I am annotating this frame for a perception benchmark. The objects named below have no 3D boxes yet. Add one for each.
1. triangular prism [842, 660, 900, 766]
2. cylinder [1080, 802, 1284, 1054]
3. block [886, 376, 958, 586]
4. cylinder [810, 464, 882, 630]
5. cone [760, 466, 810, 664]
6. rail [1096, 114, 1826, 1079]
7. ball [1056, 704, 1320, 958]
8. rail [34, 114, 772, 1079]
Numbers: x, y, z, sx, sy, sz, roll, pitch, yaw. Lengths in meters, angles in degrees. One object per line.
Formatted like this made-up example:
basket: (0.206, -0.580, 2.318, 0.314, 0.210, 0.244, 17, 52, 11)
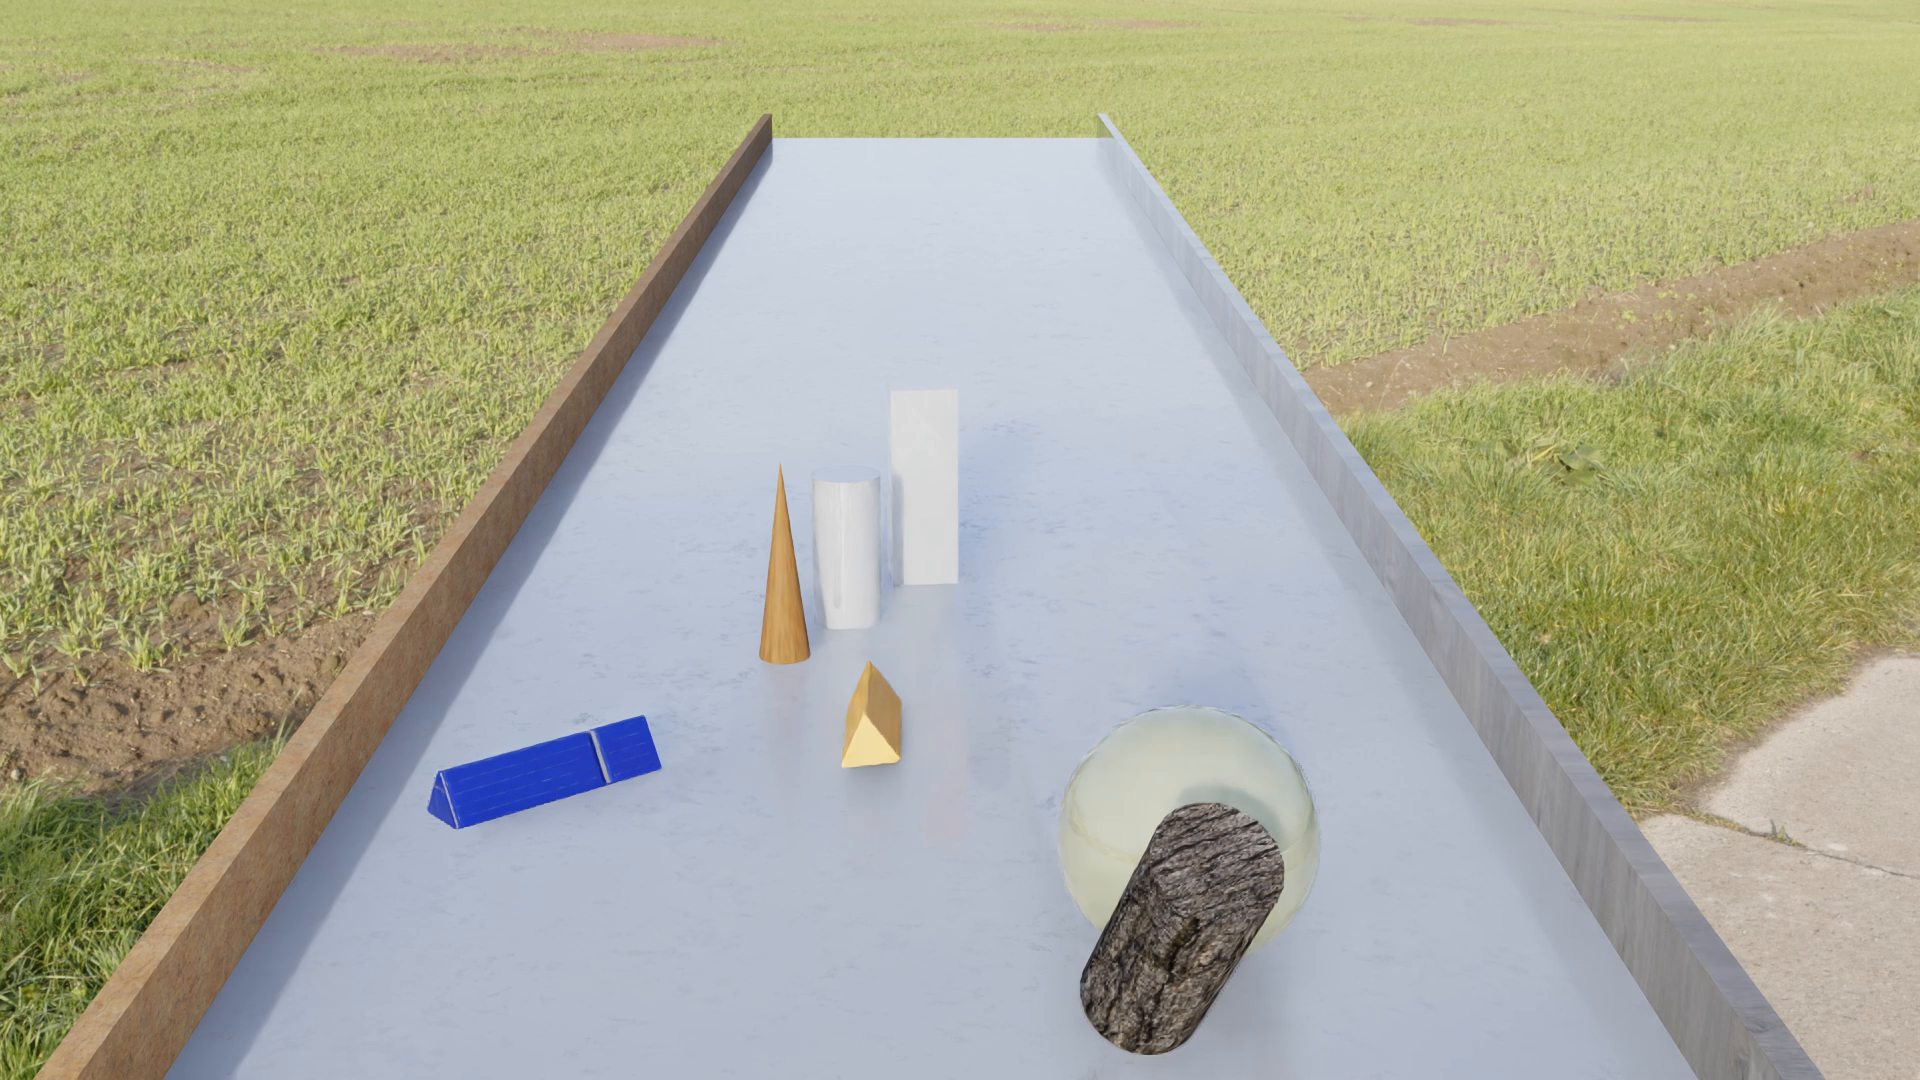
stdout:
triangular prism: (-0.162, 0.305, 3.956, 0.099, 0.086, 0.386, -7, 11, 0)
cylinder: (0.280, 0.505, 2.828, 0.170, 0.372, 0.170, 7, 52, -9)
block: (-0.085, -0.133, 4.901, 0.146, 0.441, 0.146, -2, 17, -6)
cylinder: (-0.238, 0.014, 4.622, 0.147, 0.318, 0.147, 0, 17, 0)
cone: (-0.354, 0.038, 4.384, 0.104, 0.408, 0.104, 0, 17, 0)
rail: (0.932, -0.844, 7.801, 0.050, 0.150, 12.000, 0, 17, -1)
ball: (0.326, 0.423, 3.147, 0.374, 0.374, 0.374, 0, 17, 0)
rail: (-1.118, -0.838, 7.780, 0.050, 0.150, 12.000, 0, 17, -1)
